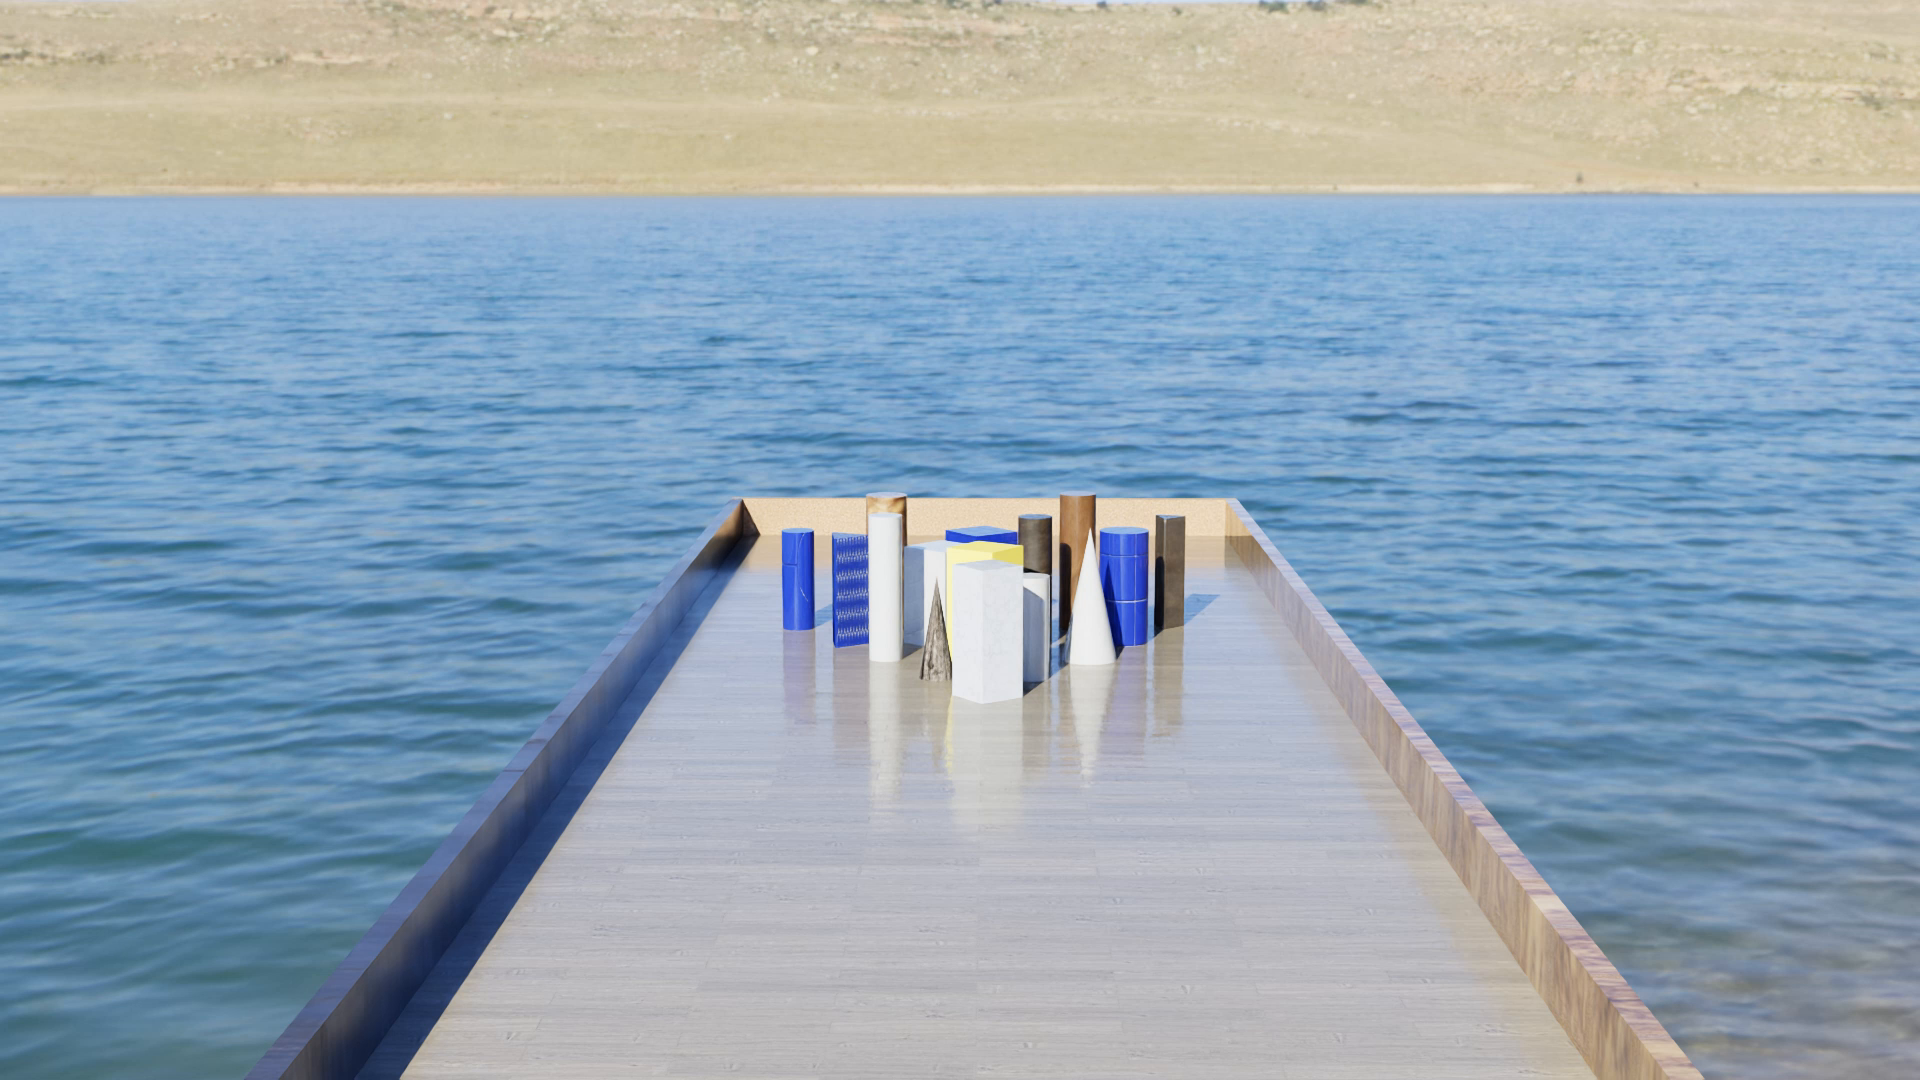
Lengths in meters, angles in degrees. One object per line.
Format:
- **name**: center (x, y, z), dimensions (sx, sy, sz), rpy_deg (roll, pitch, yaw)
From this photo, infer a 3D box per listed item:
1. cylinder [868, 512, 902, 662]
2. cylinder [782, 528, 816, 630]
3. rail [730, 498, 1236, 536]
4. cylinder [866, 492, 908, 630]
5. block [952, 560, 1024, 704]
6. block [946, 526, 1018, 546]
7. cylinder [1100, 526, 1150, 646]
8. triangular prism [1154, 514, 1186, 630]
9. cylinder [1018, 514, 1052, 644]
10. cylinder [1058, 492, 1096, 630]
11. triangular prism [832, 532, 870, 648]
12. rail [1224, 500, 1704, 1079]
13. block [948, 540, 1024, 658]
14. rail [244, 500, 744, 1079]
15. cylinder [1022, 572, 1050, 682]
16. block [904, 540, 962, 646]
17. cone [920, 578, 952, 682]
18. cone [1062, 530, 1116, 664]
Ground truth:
- **cylinder**: center (-0.226, 0.144, 6.689), dimensions (0.103, 0.443, 0.103), rpy_deg (0, 9, 0)
- **cylinder**: center (-0.527, 0.127, 7.178), dimensions (0.107, 0.321, 0.107), rpy_deg (0, 9, 0)
- **rail**: center (0.099, -0.098, 9.147), dimensions (2.100, 0.150, 0.050), rpy_deg (0, 9, 1)
- **cylinder**: center (-0.238, 0.070, 7.173), dimensions (0.134, 0.437, 0.134), rpy_deg (0, 9, 0)
- **block**: center (0.078, 0.256, 6.194), dimensions (0.141, 0.376, 0.141), rpy_deg (-6, 11, -36)
- **block**: center (0.070, 0.127, 7.191), dimensions (0.168, 0.318, 0.168), rpy_deg (-7, 11, -36)
- **cylinder**: center (0.517, 0.146, 6.944), dimensions (0.156, 0.358, 0.156), rpy_deg (0, 9, 0)
- **triangular prism**: center (0.671, 0.102, 7.204), dimensions (0.099, 0.364, 0.086), rpy_deg (-8, 12, -42)
- **cylinder**: center (0.236, 0.127, 6.911), dimensions (0.108, 0.406, 0.108), rpy_deg (0, 9, 0)
- **cylinder**: center (0.382, 0.068, 7.163), dimensions (0.119, 0.443, 0.119), rpy_deg (0, 9, 0)
- **triangular prism**: center (-0.368, 0.154, 6.935), dimensions (0.130, 0.346, 0.113), rpy_deg (-7, 11, -36)
- **rail**: center (1.046, 0.843, 3.208), dimensions (0.050, 0.150, 12.000), rpy_deg (0, 9, 1)
- **block**: center (0.076, 0.193, 6.674), dimensions (0.165, 0.350, 0.165), rpy_deg (6, 11, 35)
- **rail**: center (-1.004, 0.839, 3.234), dimensions (0.050, 0.150, 12.000), rpy_deg (0, 9, 1)
- **cylinder**: center (0.209, 0.255, 6.434), dimensions (0.107, 0.303, 0.107), rpy_deg (0, 9, 0)
- **block**: center (-0.053, 0.171, 6.945), dimensions (0.175, 0.308, 0.175), rpy_deg (8, 12, 41)
- **cone**: center (-0.068, 0.255, 6.435), dimensions (0.103, 0.303, 0.103), rpy_deg (0, 9, 0)
- **cone**: center (0.394, 0.163, 6.682), dimensions (0.169, 0.407, 0.169), rpy_deg (0, 9, 0)
